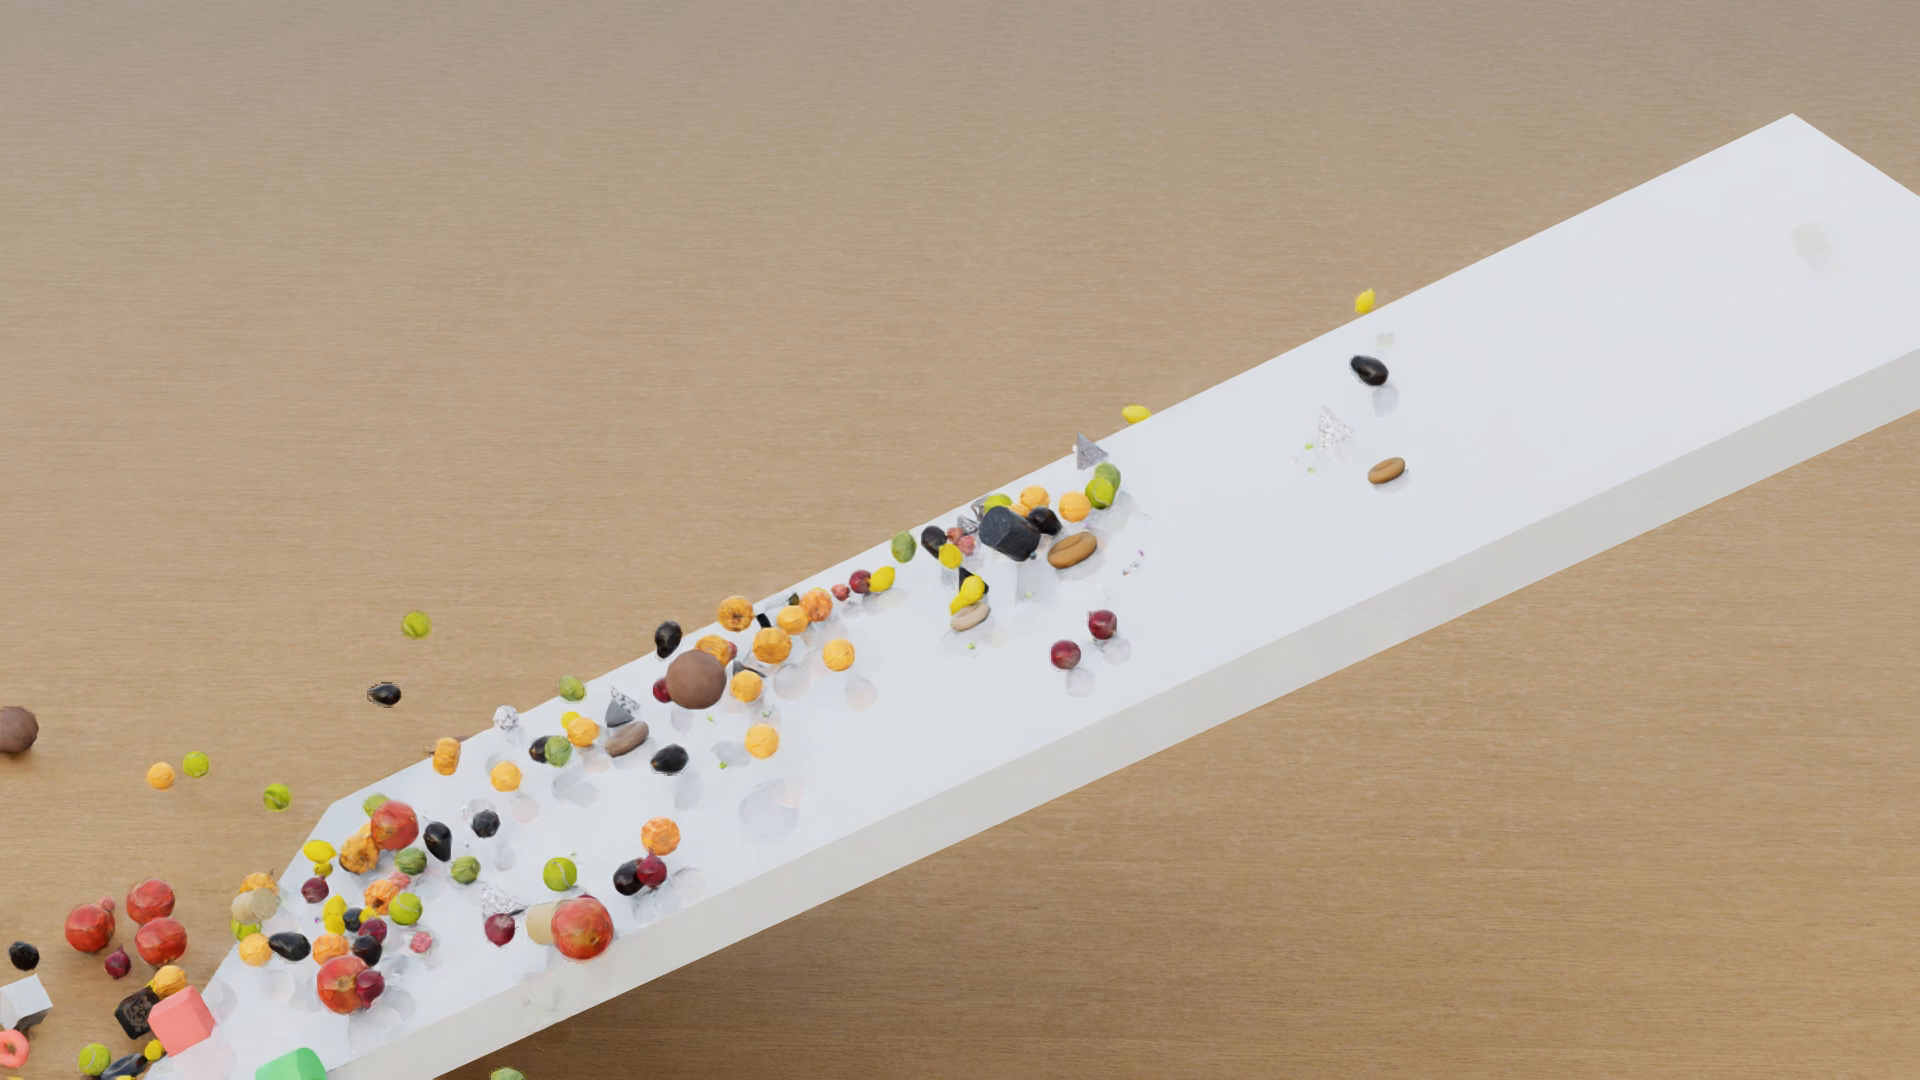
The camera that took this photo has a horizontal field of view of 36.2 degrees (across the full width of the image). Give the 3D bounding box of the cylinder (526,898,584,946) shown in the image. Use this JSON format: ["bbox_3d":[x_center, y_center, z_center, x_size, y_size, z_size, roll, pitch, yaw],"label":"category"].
[{"bbox_3d":[-0.768,0.725,5.583,0.079,0.079,0.079,-16,3,40],"label":"cylinder"}]

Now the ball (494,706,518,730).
[{"bbox_3d":[-1.138,0.445,7.370,0.062,0.062,0.062,0,17,0],"label":"ball"}]

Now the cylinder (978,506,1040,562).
[{"bbox_3d":[0.109,-0.014,6.503,0.097,0.097,0.097,28,-6,-41],"label":"cylinder"}]

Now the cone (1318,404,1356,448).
[{"bbox_3d":[0.776,-0.253,6.203,0.088,0.088,0.088,-26,14,7],"label":"cone"}]

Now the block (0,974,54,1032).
[{"bbox_3d":[-2.074,1.027,6.504,0.083,0.083,0.083,-19,70,-47],"label":"block"}]

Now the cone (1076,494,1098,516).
[{"bbox_3d":[0.289,-0.079,6.642,0.050,0.050,0.050,3,17,10],"label":"cone"}]

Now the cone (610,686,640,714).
[{"bbox_3d":[-0.809,0.376,6.959,0.077,0.077,0.077,-26,14,7],"label":"cone"}]

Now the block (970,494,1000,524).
[{"bbox_3d":[0.064,-0.070,6.972,0.054,0.054,0.054,-30,14,-9],"label":"block"}]

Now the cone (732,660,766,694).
[{"bbox_3d":[-0.473,0.308,6.651,0.080,0.080,0.080,-1,17,-4],"label":"cone"}]

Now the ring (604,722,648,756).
[{"bbox_3d":[-0.755,0.451,6.664,0.113,0.038,0.113,-30,13,8],"label":"ring"}]

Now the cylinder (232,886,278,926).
[{"bbox_3d":[-1.549,0.805,6.462,0.072,0.072,0.072,-25,0,35],"label":"cylinder"}]

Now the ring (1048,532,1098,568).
[{"bbox_3d":[0.242,0.022,6.324,0.117,0.039,0.117,-25,15,7],"label":"ring"}]

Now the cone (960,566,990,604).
[{"bbox_3d":[0.015,0.087,6.441,0.076,0.076,0.076,-26,14,7],"label":"cone"}]

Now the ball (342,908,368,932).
[{"bbox_3d":[-1.302,0.818,6.328,0.054,0.054,0.054,0,17,0],"label":"ball"}]

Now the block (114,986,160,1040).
[{"bbox_3d":[-1.797,1.037,6.454,0.073,0.073,0.073,-29,13,6],"label":"block"}]

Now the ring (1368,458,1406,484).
[{"bbox_3d":[0.838,-0.137,5.785,0.080,0.027,0.080,-27,12,6],"label":"ring"}]

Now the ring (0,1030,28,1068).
[{"bbox_3d":[-2.039,1.093,6.323,0.083,0.083,0.028,11,-13,33],"label":"ring"}]

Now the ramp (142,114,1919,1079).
[{"bbox_3d":[0.139,0.168,6.281,4.000,0.100,2.000,-25,14,10],"label":"ramp"}]

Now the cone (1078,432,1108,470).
[{"bbox_3d":[0.299,-0.223,7.026,0.082,0.082,0.082,-26,14,7],"label":"cone"}]

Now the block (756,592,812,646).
[{"bbox_3d":[-0.414,0.185,6.895,0.082,0.082,0.082,-21,15,25],"label":"block"}]

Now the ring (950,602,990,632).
[{"bbox_3d":[0.021,0.163,6.249,0.092,0.031,0.092,-26,15,7],"label":"ring"}]

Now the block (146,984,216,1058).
[{"bbox_3d":[-1.635,1.010,6.177,0.094,0.094,0.094,-28,14,-1],"label":"block"}]

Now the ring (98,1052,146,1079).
[{"bbox_3d":[-1.752,1.112,6.154,0.109,0.036,0.109,-26,13,7],"label":"ring"}]

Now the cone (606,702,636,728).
[{"bbox_3d":[-0.786,0.414,6.879,0.064,0.064,0.064,10,19,23],"label":"cone"}]

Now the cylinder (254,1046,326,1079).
[{"bbox_3d":[-1.251,1.010,5.498,0.095,0.095,0.095,-26,12,13],"label":"cylinder"}]

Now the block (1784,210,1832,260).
[{"bbox_3d":[1.676,-0.603,5.808,0.066,0.066,0.066,-23,14,17],"label":"block"}]
